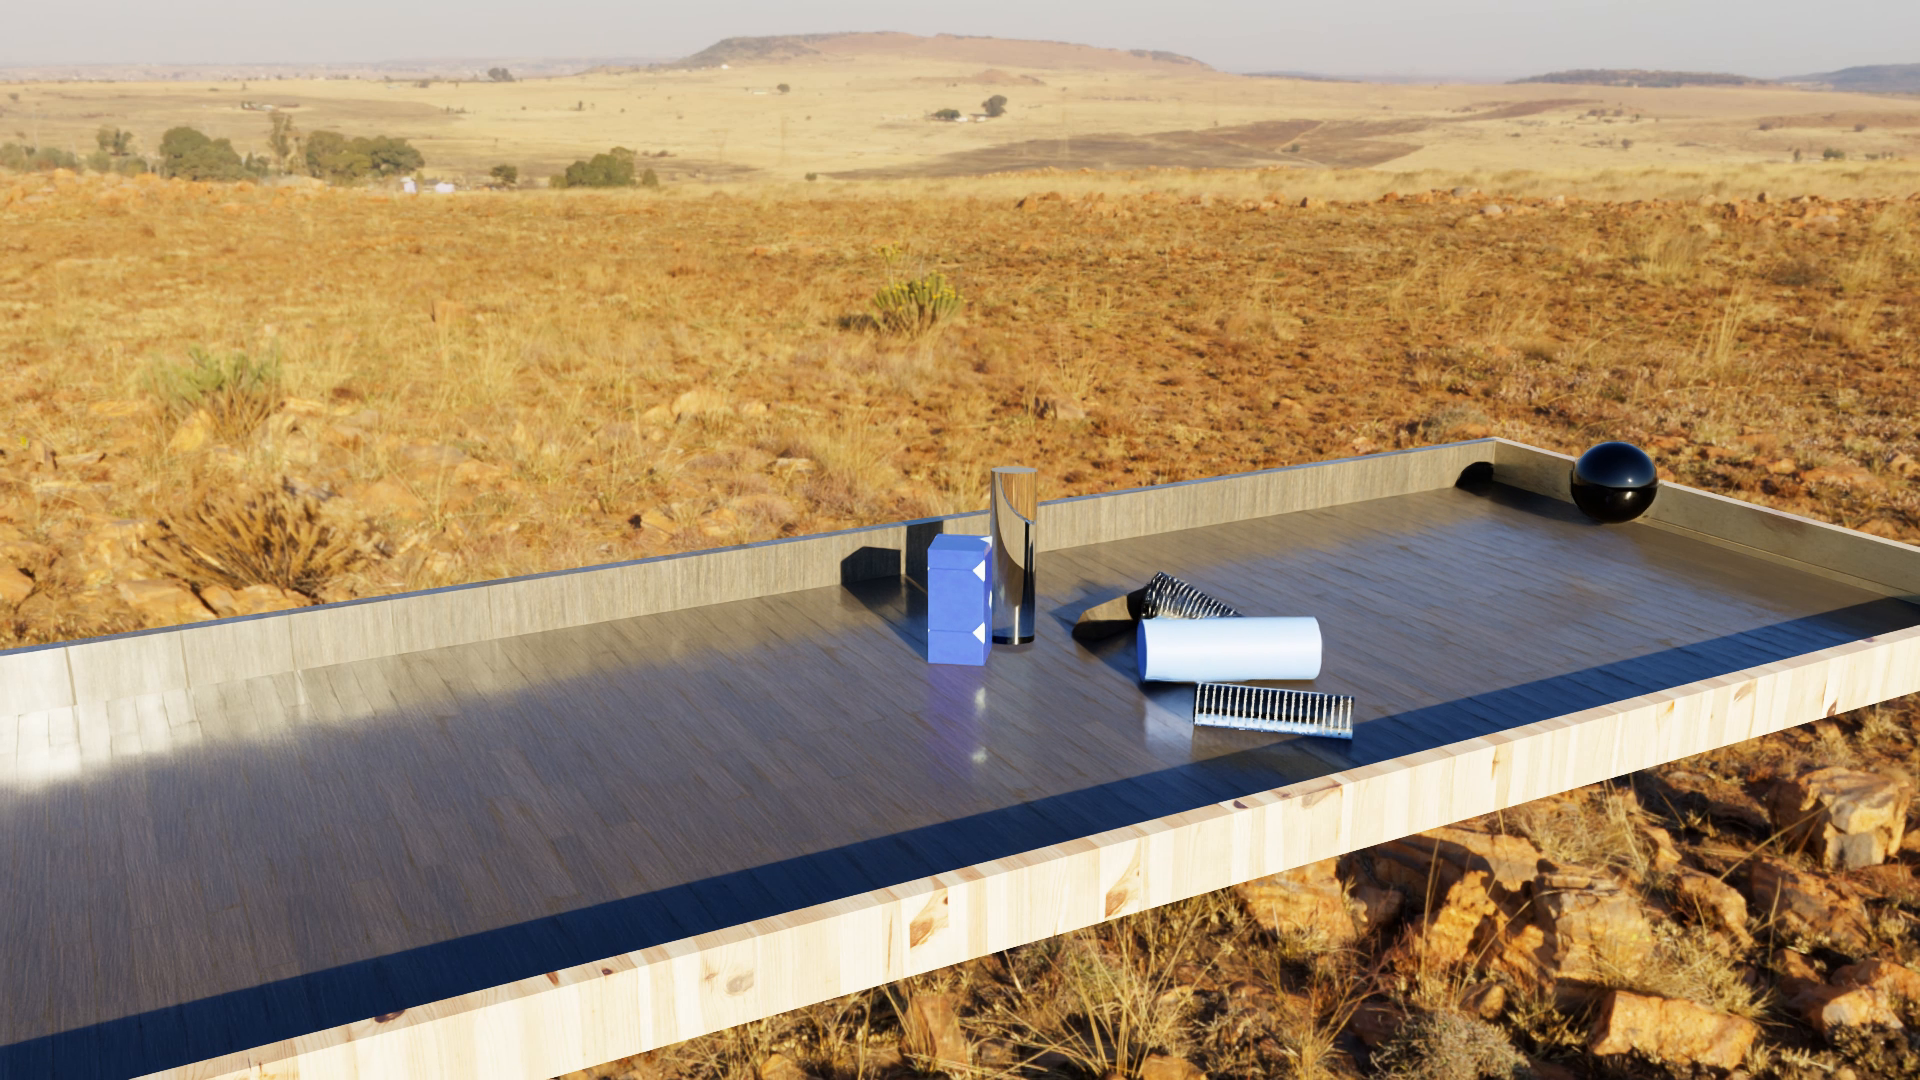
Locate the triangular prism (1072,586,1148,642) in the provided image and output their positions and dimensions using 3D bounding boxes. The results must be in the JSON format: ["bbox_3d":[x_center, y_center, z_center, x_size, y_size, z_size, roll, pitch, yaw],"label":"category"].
[{"bbox_3d":[0.441,0.194,4.552,0.089,0.077,0.313,14,21,40],"label":"triangular prism"}]

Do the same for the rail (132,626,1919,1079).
[{"bbox_3d":[-2.336,1.006,1.665,12.000,0.150,0.050,-9,18,-27],"label":"rail"}]

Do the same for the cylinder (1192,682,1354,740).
[{"bbox_3d":[0.728,0.396,3.830,0.361,0.100,0.100,4,17,14],"label":"cylinder"}]

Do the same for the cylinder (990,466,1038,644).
[{"bbox_3d":[0.140,0.040,4.388,0.126,0.458,0.126,1,11,0],"label":"cylinder"}]

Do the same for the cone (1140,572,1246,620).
[{"bbox_3d":[0.729,0.228,4.443,0.459,0.156,0.156,19,23,24],"label":"cone"}]

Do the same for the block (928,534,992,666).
[{"bbox_3d":[0.001,0.154,4.286,0.146,0.307,0.146,3,16,8],"label":"block"}]

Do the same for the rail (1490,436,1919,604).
[{"bbox_3d":[2.466,-0.048,5.253,0.050,0.150,2.100,-9,18,-27],"label":"rail"}]

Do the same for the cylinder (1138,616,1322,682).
[{"bbox_3d":[0.672,0.275,4.140,0.434,0.158,0.158,-1,16,-3],"label":"cylinder"}]

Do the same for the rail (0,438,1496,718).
[{"bbox_3d":[-3.305,0.497,3.399,12.000,0.150,0.050,-9,18,-27],"label":"rail"}]

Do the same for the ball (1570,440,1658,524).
[{"bbox_3d":[2.160,-0.191,5.450,0.273,0.273,0.273,0,16,0],"label":"ball"}]
